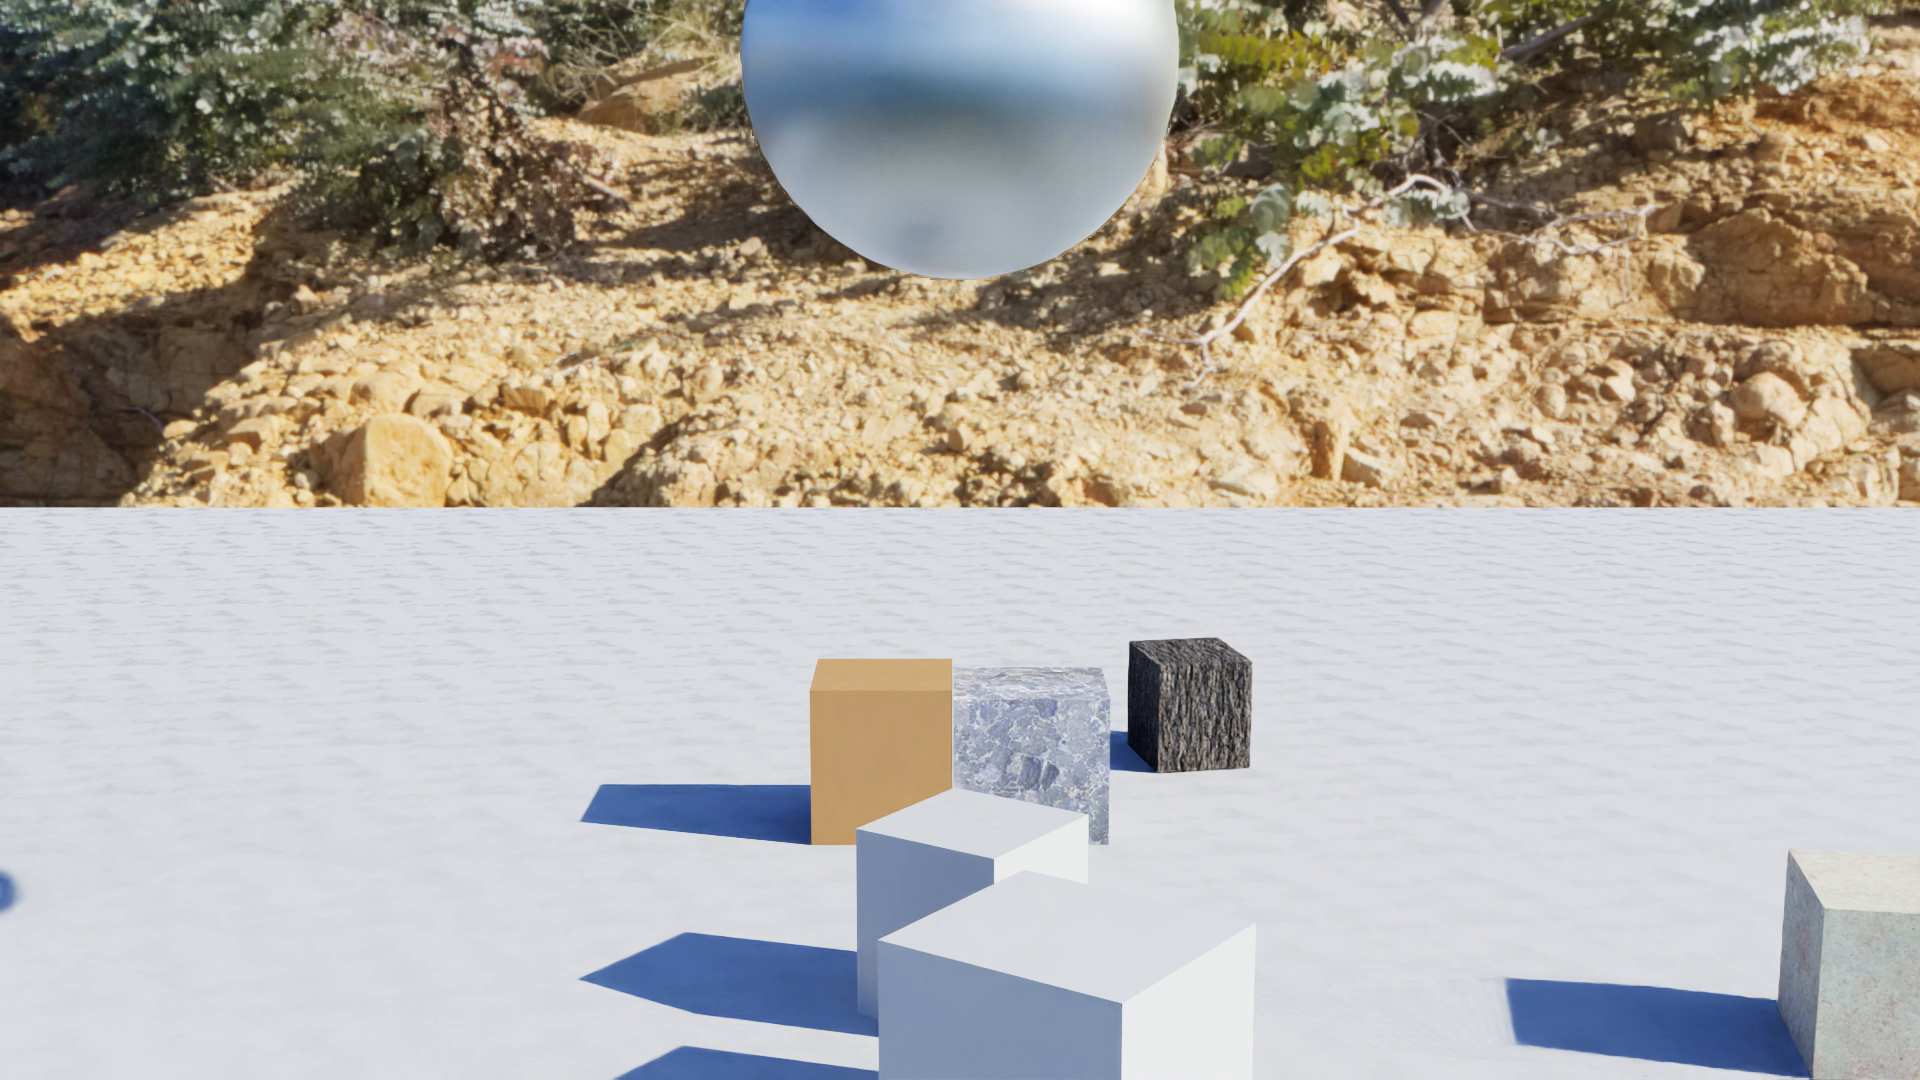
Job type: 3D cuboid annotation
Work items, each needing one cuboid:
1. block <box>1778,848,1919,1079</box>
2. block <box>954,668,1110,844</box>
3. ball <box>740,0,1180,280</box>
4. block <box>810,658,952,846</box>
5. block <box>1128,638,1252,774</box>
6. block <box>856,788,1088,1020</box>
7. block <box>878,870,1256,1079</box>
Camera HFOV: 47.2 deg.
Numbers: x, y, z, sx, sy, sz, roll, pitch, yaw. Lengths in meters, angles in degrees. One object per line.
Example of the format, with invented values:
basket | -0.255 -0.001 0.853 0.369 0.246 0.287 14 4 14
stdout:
block | 3.604 1.656 8.561 0.635 0.679 0.719 2 10 10
block | 0.359 1.106 11.373 0.783 0.754 0.692 0 10 0
ball | 0.000 -1.758 8.030 1.600 1.600 1.600 0 10 0
block | -0.395 1.083 11.358 0.708 0.805 0.683 0 10 0
block | 1.314 0.942 12.654 0.540 0.619 0.641 -2 11 -11
block | 0.055 1.526 8.975 0.667 0.786 0.691 7 12 34
block | 0.370 1.750 7.533 0.956 0.862 0.883 7 13 35
